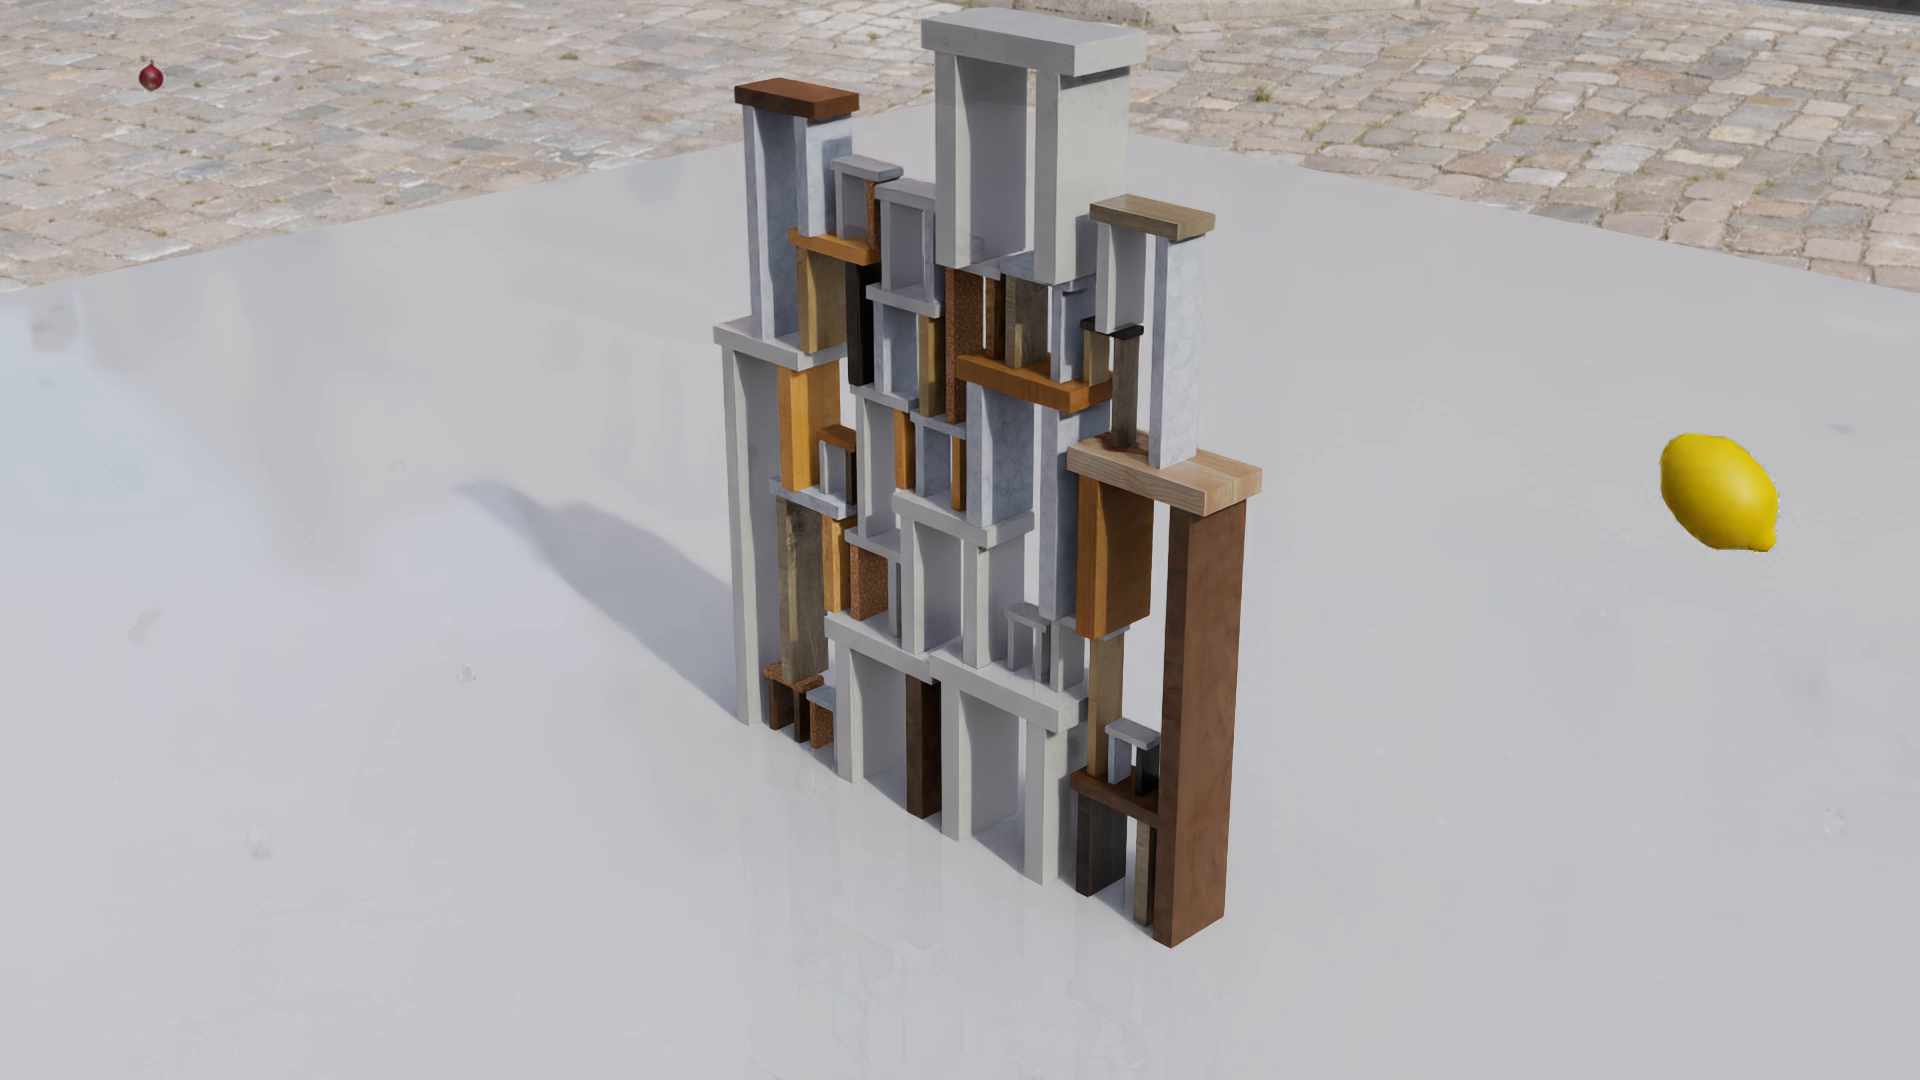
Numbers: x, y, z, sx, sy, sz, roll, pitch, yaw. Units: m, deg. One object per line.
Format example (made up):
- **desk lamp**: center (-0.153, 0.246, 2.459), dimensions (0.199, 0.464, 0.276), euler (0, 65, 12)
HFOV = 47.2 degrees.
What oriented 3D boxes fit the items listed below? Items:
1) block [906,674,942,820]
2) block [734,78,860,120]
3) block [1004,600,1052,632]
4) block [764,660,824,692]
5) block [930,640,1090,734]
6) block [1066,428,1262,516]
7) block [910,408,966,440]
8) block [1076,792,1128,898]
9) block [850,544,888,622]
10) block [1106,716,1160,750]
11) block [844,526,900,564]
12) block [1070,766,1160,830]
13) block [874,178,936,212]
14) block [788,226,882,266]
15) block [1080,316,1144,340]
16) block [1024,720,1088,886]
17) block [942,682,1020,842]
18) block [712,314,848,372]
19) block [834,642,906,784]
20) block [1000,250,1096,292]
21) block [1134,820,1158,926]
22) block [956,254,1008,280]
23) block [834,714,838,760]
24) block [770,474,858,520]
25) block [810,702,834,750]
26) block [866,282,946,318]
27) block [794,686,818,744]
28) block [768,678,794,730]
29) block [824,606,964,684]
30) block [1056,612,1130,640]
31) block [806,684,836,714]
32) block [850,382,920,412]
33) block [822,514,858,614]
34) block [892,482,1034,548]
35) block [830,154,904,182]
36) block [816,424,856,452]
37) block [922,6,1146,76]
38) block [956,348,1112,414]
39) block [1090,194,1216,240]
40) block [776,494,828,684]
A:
- **block**: center (-0.036, 0.392, 4.436), dimensions (0.044, 0.313, 0.157), euler (21, 31, 41)
- **block**: center (-0.312, -0.843, 4.194), dimensions (0.229, 0.032, 0.114), euler (21, 31, 40)
- **block**: center (0.141, 0.144, 4.134), dimensions (0.108, 0.015, 0.054), euler (21, 31, 41)
- **block**: center (-0.358, 0.292, 4.731), dimensions (0.062, 0.018, 0.124), euler (-21, 31, -41)
- **block**: center (0.121, 0.265, 4.205), dimensions (0.339, 0.048, 0.170), euler (21, 31, 41)
- **block**: center (0.350, -0.122, 3.793), dimensions (0.154, 0.044, 0.308), euler (-21, 31, -41)
- **block**: center (-0.017, -0.225, 4.142), dimensions (0.074, 0.021, 0.148), euler (-21, 31, -40)
- **block**: center (0.270, 0.559, 4.167), dimensions (0.031, 0.216, 0.108), euler (21, 31, 41)
- **block**: center (-0.183, 0.074, 4.458), dimensions (0.023, 0.166, 0.083), euler (21, 31, 41)
- **block**: center (0.320, 0.354, 4.021), dimensions (0.050, 0.014, 0.100), euler (-21, 31, -40)
- **block**: center (-0.144, 0.002, 4.385), dimensions (0.083, 0.023, 0.166), euler (-21, 31, -40)
- **block**: center (0.320, 0.465, 4.072), dimensions (0.108, 0.031, 0.216), euler (-21, 31, -41)
- **block**: center (-0.066, -0.631, 4.027), dimensions (0.171, 0.024, 0.086), euler (20, 30, 40)
- **block**: center (-0.219, -0.573, 4.224), dimensions (0.106, 0.030, 0.211), euler (-21, 32, -40)
- **block**: center (0.262, -0.367, 3.789), dimensions (0.102, 0.014, 0.051), euler (21, 31, 40)
- **block**: center (0.201, 0.475, 4.207), dimensions (0.048, 0.339, 0.170), euler (21, 31, 41)
- **block**: center (0.041, 0.413, 4.354), dimensions (0.048, 0.339, 0.170), euler (21, 31, 41)
- **block**: center (-0.365, -0.403, 4.453), dimensions (0.131, 0.037, 0.263), euler (-22, 31, -40)
- **block**: center (-0.184, 0.334, 4.572), dimensions (0.044, 0.313, 0.157), euler (21, 31, 41)
- **block**: center (0.159, -0.471, 3.848), dimensions (0.085, 0.024, 0.170), euler (-21, 31, -40)
- **block**: center (0.371, 0.598, 4.074), dimensions (0.031, 0.216, 0.108), euler (21, 31, 41)
- **block**: center (0.044, -0.500, 3.966), dimensions (0.076, 0.022, 0.152), euler (-21, 31, -40)
- **block**: center (-0.242, 0.408, 4.657), dimensions (0.016, 0.112, 0.056), euler (21, 31, 41)
- **block**: center (-0.280, -0.098, 4.493), dimensions (0.106, 0.030, 0.212), euler (-22, 32, -40)
- **block**: center (-0.294, 0.387, 4.706), dimensions (0.016, 0.112, 0.056), euler (21, 31, 41)
- **block**: center (-0.080, -0.455, 4.114), dimensions (0.182, 0.026, 0.091), euler (21, 30, 40)
- **block**: center (-0.327, 0.370, 4.730), dimensions (0.018, 0.124, 0.062), euler (22, 31, 40)
- **block**: center (-0.386, 0.347, 4.784), dimensions (0.018, 0.124, 0.062), euler (21, 31, 41)
- **block**: center (-0.110, 0.198, 4.434), dimensions (0.313, 0.044, 0.157), euler (21, 31, 41)
- **block**: center (0.235, 0.144, 4.035), dimensions (0.072, 0.020, 0.144), euler (-21, 31, -40)
- **block**: center (-0.268, 0.339, 4.657), dimensions (0.112, 0.016, 0.056), euler (21, 31, 41)
- **block**: center (-0.128, -0.285, 4.241), dimensions (0.081, 0.023, 0.163), euler (-21, 31, -40)
- **block**: center (-0.230, 0.033, 4.495), dimensions (0.030, 0.212, 0.106), euler (21, 31, 41)
- **block**: center (0.004, -0.054, 4.190), dimensions (0.257, 0.036, 0.129), euler (21, 31, 41)
- **block**: center (-0.175, -0.698, 4.122), dimensions (0.065, 0.018, 0.131), euler (-21, 32, -40)
- **block**: center (-0.228, -0.204, 4.389), dimensions (0.058, 0.016, 0.115), euler (-22, 32, -40)
- **block**: center (0.122, -0.848, 3.727), dimensions (0.356, 0.050, 0.178), euler (21, 31, 41)
- **block**: center (0.141, -0.294, 3.948), dimensions (0.278, 0.039, 0.139), euler (21, 31, 41)
- **block**: center (0.318, -0.536, 3.648), dimensions (0.095, 0.027, 0.191), euler (-21, 31, -40)
- **block**: center (-0.331, 0.093, 4.630), dimensions (0.106, 0.428, 0.030), euler (-21, 31, -40)
